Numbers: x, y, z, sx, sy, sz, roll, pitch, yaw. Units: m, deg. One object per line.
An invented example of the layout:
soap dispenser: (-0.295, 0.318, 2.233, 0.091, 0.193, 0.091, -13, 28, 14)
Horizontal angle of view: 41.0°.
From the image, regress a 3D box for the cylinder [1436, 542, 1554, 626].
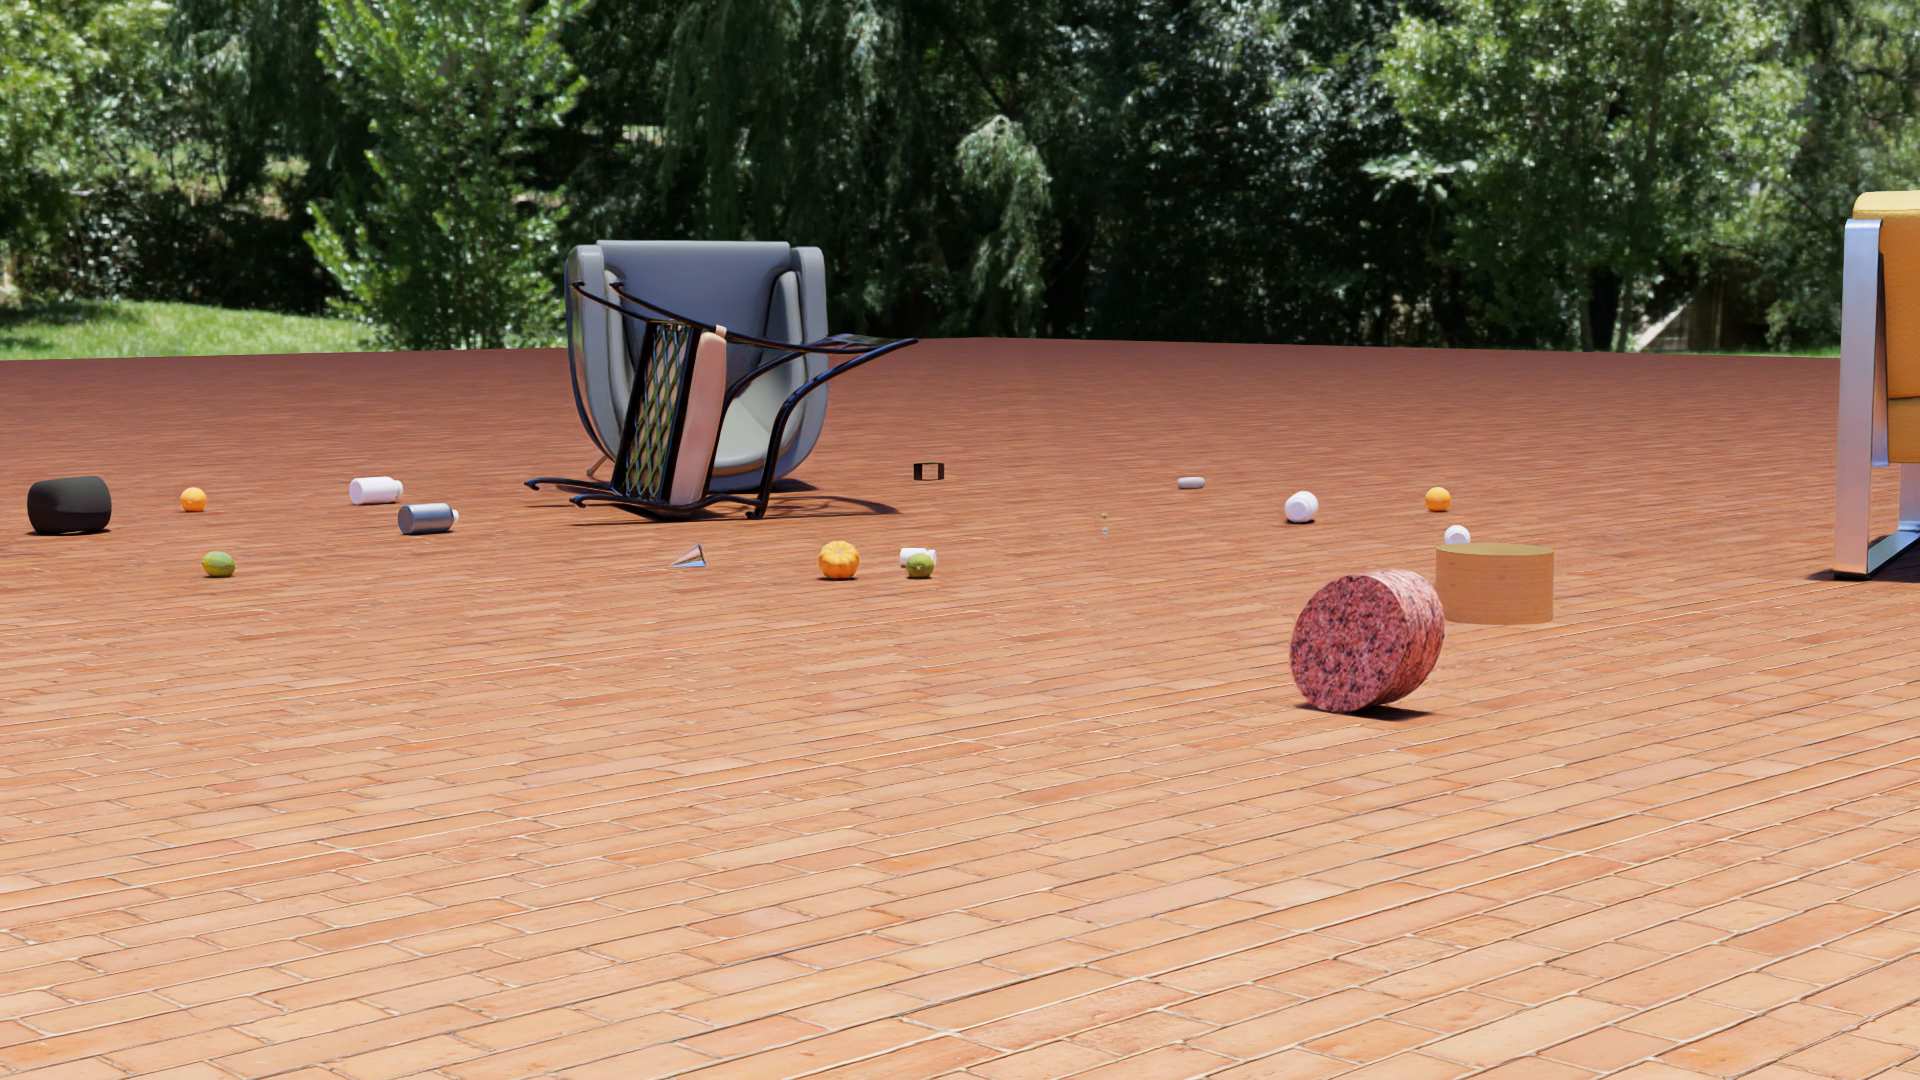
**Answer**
cylinder: (1.032, 0.083, 4.958, 0.221, 0.133, 0.230, -3, 7, -28)

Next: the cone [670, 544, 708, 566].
cone: (-0.623, 0.047, 5.830, 0.085, 0.054, 0.053, -18, 21, -1)

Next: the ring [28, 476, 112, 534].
ring: (-2.292, -0.089, 6.603, 0.204, 0.138, 0.225, -7, 2, -1)

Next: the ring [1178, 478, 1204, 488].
ring: (0.718, -0.177, 7.969, 0.107, 0.034, 0.057, -4, 5, -41)

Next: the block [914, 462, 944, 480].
block: (-0.101, -0.221, 8.302, 0.059, 0.053, 0.084, 5, 8, 40)

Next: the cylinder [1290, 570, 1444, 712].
cylinder: (0.617, 0.153, 3.891, 0.105, 0.235, 0.184, -6, 51, -46)
